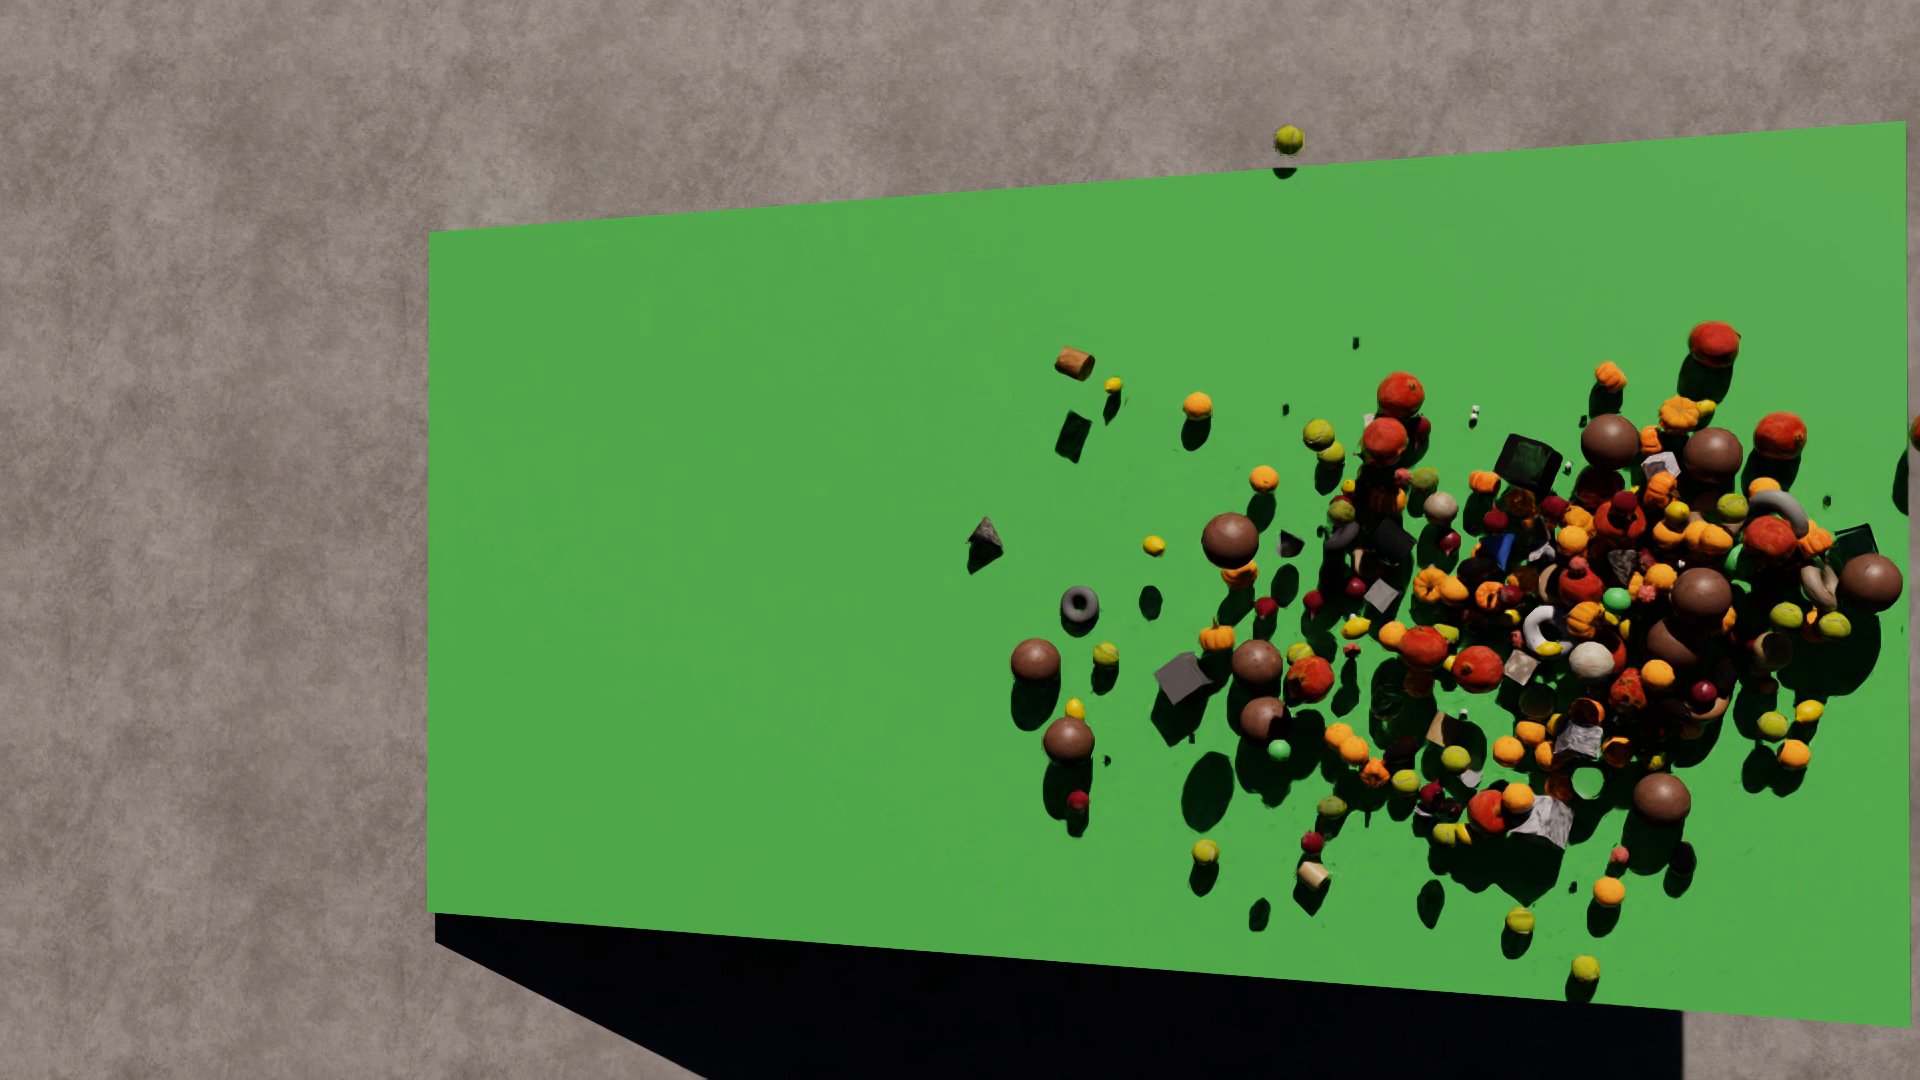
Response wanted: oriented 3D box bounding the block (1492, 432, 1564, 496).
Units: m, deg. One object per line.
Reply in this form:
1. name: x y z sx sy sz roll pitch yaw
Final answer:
1. block: 1.314 -0.175 5.082 0.099 0.099 0.099 23 89 42

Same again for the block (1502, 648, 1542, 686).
1. block: 1.317 0.297 5.155 0.063 0.063 0.063 33 102 21

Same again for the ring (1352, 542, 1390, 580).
1. ring: 0.994 0.050 5.313 0.098 0.033 0.098 -4 79 20

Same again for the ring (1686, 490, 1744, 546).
1. ring: 1.713 -0.049 4.992 0.128 0.043 0.128 2 95 28

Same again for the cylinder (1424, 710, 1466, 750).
1. cylinder: 1.151 0.451 5.216 0.072 0.072 0.072 25 93 0

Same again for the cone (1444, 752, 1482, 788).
1. cone: 1.182 0.543 5.225 0.084 0.084 0.084 0 91 -39

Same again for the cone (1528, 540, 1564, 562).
1. cone: 1.382 0.036 5.141 0.074 0.074 0.074 29 89 -10

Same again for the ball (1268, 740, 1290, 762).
1. ball: 0.734 0.485 5.057 0.054 0.054 0.054 0 89 0

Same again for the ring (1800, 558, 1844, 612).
1. ring: 1.888 0.099 4.819 0.043 0.130 0.130 -33 89 40

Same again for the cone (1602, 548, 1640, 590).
1. cone: 1.493 0.074 4.950 0.084 0.084 0.084 1 69 0

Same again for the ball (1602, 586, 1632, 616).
1. ball: 1.466 0.136 4.910 0.063 0.063 0.063 0 89 0

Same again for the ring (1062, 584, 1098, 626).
1. ring: 0.306 0.167 5.621 0.104 0.035 0.104 -1 88 24

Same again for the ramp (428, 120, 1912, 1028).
1. ramp: 0.283 0.083 5.705 4.000 0.100 2.000 0 89 24

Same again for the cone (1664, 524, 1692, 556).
1. cone: 1.648 -0.010 5.005 0.066 0.066 0.066 27 108 0

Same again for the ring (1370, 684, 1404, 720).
1. ring: 1.024 0.388 5.273 0.031 0.092 0.092 21 89 -36

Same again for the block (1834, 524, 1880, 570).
1. block: 1.976 0.014 4.850 0.073 0.073 0.073 -17 74 17

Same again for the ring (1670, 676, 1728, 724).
1. ring: 1.673 0.361 4.975 0.127 0.042 0.127 -5 46 6

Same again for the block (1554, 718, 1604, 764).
1. block: 1.408 0.458 5.009 0.073 0.073 0.073 19 71 -6

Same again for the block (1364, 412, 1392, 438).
1. block: 1.008 -0.278 5.304 0.052 0.052 0.052 -7 87 24

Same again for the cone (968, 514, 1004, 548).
1. cone: 0.080 -0.005 5.711 0.088 0.088 0.088 36 89 -1

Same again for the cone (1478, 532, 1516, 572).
1. cone: 1.261 0.033 5.133 0.088 0.088 0.088 -9 89 0

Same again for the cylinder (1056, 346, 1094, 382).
1. cylinder: 0.288 -0.440 5.500 0.070 0.070 0.070 25 89 25

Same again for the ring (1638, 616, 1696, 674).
1. ring: 1.607 0.238 5.003 0.137 0.046 0.137 2 73 -6

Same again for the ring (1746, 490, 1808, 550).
1. ring: 1.810 -0.044 4.873 0.049 0.147 0.147 -28 89 -31

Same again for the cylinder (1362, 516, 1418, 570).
1. cylinder: 1.026 0.008 5.249 0.094 0.094 0.094 38 89 6

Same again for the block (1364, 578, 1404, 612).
1. block: 1.019 0.132 5.290 0.060 0.060 0.060 42 105 19

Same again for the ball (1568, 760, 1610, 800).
1. ball: 1.446 0.552 5.052 0.092 0.092 0.092 0 89 0

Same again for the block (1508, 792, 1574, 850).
1. block: 1.345 0.650 5.085 0.094 0.094 0.094 33 70 -37

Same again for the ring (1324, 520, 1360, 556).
1. ring: 0.912 -0.003 5.250 0.035 0.104 0.104 42 89 -5

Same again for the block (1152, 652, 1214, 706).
1. block: 0.556 0.344 5.475 0.094 0.094 0.094 -38 75 19

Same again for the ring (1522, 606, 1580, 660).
1. ring: 1.378 0.216 5.126 0.134 0.045 0.134 8 107 28

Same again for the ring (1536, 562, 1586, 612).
1. ring: 1.404 0.109 5.132 0.115 0.038 0.115 0 89 23

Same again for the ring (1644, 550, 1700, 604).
1. ring: 1.629 0.083 5.030 0.126 0.042 0.126 -1 88 24

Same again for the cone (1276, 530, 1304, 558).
1. cone: 0.786 -0.005 5.308 0.072 0.072 0.072 -14 51 18

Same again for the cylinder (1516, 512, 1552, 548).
1. cylinder: 1.314 -0.022 5.028 0.059 0.059 0.059 -26 70 0

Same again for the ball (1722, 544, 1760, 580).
1. ball: 1.742 0.050 4.903 0.082 0.082 0.082 0 89 0

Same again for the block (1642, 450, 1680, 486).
1. block: 1.587 -0.162 4.979 0.055 0.055 0.055 -35 104 -43

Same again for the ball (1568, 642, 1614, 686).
1. ball: 1.411 0.277 4.917 0.100 0.100 0.100 0 89 0

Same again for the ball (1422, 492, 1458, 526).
1. ball: 1.136 -0.074 5.197 0.082 0.082 0.082 0 89 0

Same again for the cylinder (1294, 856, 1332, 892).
1. cylinder: 0.859 0.813 5.348 0.063 0.063 0.063 41 89 20

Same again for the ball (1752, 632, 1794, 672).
1. ball: 1.797 0.246 4.864 0.088 0.088 0.088 0 89 0

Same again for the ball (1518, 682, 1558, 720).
1. ball: 1.347 0.376 5.125 0.088 0.088 0.088 0 89 0
